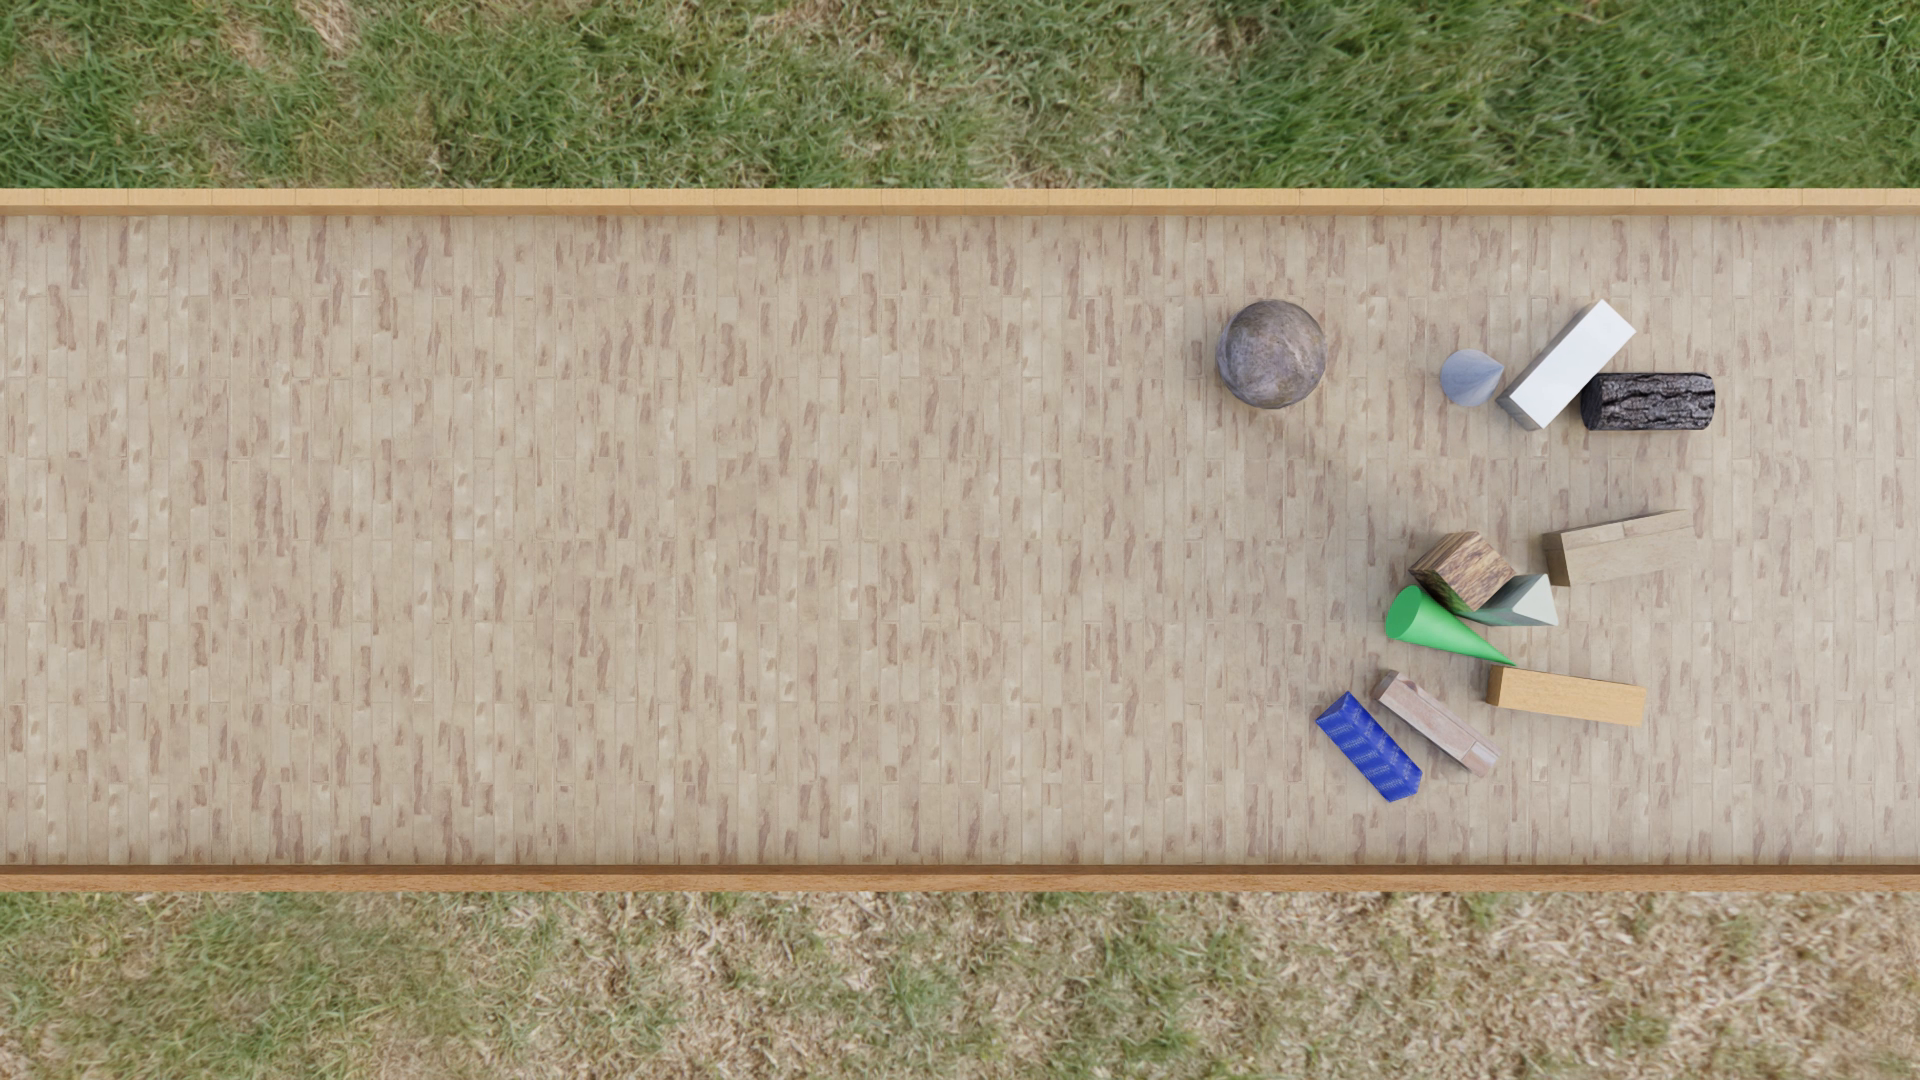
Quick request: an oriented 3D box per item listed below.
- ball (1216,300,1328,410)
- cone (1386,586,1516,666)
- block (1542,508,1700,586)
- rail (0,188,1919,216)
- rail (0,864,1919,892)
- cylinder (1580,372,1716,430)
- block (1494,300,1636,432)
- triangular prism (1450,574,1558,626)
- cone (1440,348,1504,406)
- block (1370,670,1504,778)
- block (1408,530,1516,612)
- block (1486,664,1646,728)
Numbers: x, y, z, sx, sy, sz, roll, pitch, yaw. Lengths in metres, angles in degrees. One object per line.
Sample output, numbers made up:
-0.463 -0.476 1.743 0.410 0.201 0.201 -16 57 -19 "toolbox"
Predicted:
0.929 -0.552 4.915 0.324 0.324 0.324 0 90 0 "ball"
1.530 0.304 5.033 0.426 0.176 0.176 25 90 -12 "cone"
1.998 0.024 4.995 0.393 0.162 0.162 -11 90 0 "block"
-2.247 -1.025 5.002 12.000 0.150 0.050 0 90 0 "rail"
-2.247 1.025 5.001 12.000 0.150 0.050 0 90 0 "rail"
2.078 -0.419 4.990 0.336 0.174 0.174 0 90 0 "cylinder"
1.834 -0.527 5.006 0.141 0.141 0.402 44 90 0 "block"
1.623 0.169 4.897 0.151 0.352 0.131 17 83 -12 "triangular prism"
1.569 -0.500 4.912 0.178 0.329 0.178 0 90 0 "cone"
1.451 0.558 5.024 0.392 0.105 0.105 37 90 0 "block"
1.491 0.094 4.916 0.166 0.316 0.166 -43 88 0 "block"
1.841 0.473 5.016 0.434 0.120 0.120 8 90 0 "block"
